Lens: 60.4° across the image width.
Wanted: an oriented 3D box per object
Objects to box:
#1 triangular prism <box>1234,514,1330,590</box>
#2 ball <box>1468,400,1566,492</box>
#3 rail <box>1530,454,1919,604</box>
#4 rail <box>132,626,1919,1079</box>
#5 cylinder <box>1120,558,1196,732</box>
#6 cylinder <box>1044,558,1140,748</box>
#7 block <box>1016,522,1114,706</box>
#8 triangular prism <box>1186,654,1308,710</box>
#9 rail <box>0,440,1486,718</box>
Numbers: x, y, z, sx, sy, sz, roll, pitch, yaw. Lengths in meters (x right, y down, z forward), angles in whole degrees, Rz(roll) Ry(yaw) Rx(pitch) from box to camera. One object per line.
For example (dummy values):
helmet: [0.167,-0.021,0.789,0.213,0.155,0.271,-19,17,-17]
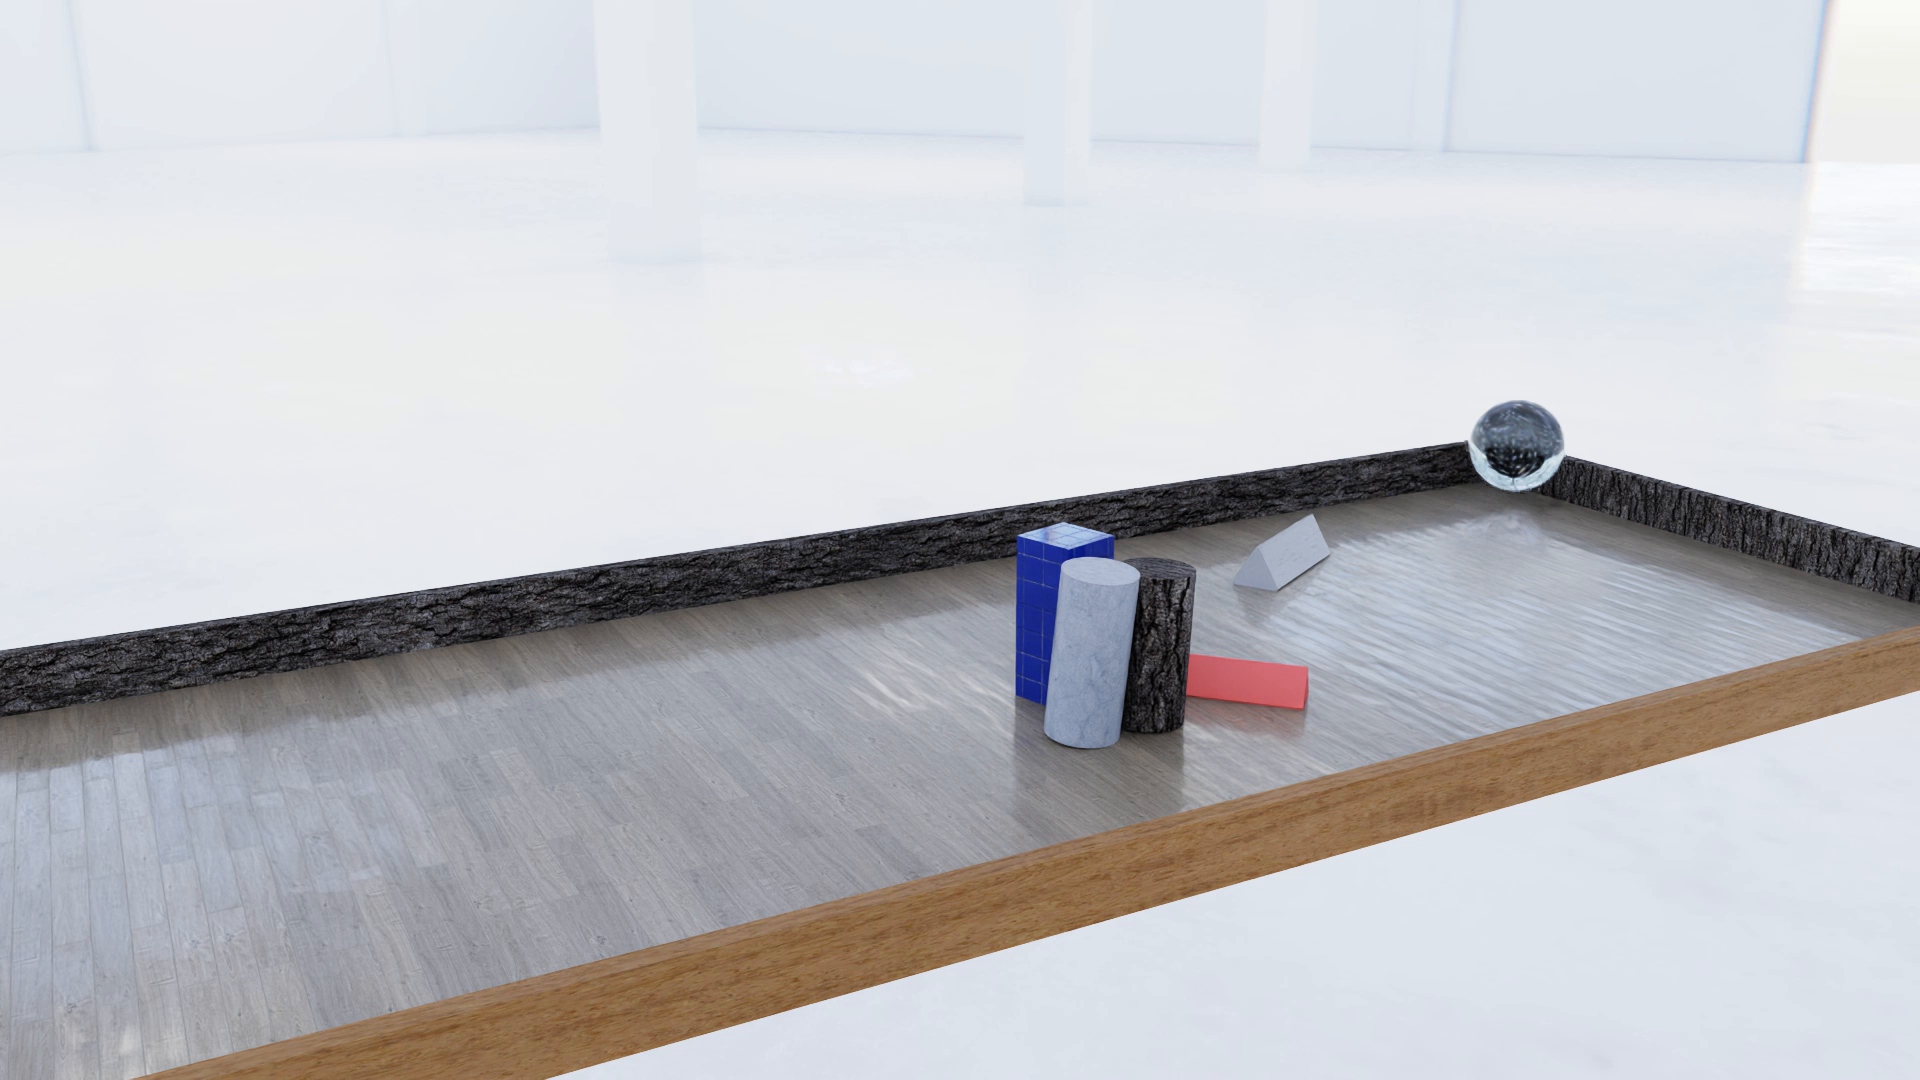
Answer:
triangular prism: [0.989,0.027,5.033,0.142,0.123,0.434,11,19,31]
ball: [1.951,-0.331,5.779,0.322,0.322,0.322,0,16,0]
rail: [2.466,-0.048,5.253,0.050,0.150,2.100,-9,18,-27]
rail: [-2.336,1.006,1.665,12.000,0.150,0.050,-9,18,-27]
cylinder: [0.447,0.244,3.855,0.179,0.371,0.179,2,15,-1]
cylinder: [0.298,0.256,3.753,0.178,0.397,0.178,5,19,-2]
block: [0.253,0.185,3.998,0.165,0.409,0.165,-16,23,-43]
triangular prism: [0.628,0.330,4.063,0.447,0.090,0.104,5,17,18]
rail: [-3.305,0.497,3.399,12.000,0.150,0.050,-9,18,-27]
